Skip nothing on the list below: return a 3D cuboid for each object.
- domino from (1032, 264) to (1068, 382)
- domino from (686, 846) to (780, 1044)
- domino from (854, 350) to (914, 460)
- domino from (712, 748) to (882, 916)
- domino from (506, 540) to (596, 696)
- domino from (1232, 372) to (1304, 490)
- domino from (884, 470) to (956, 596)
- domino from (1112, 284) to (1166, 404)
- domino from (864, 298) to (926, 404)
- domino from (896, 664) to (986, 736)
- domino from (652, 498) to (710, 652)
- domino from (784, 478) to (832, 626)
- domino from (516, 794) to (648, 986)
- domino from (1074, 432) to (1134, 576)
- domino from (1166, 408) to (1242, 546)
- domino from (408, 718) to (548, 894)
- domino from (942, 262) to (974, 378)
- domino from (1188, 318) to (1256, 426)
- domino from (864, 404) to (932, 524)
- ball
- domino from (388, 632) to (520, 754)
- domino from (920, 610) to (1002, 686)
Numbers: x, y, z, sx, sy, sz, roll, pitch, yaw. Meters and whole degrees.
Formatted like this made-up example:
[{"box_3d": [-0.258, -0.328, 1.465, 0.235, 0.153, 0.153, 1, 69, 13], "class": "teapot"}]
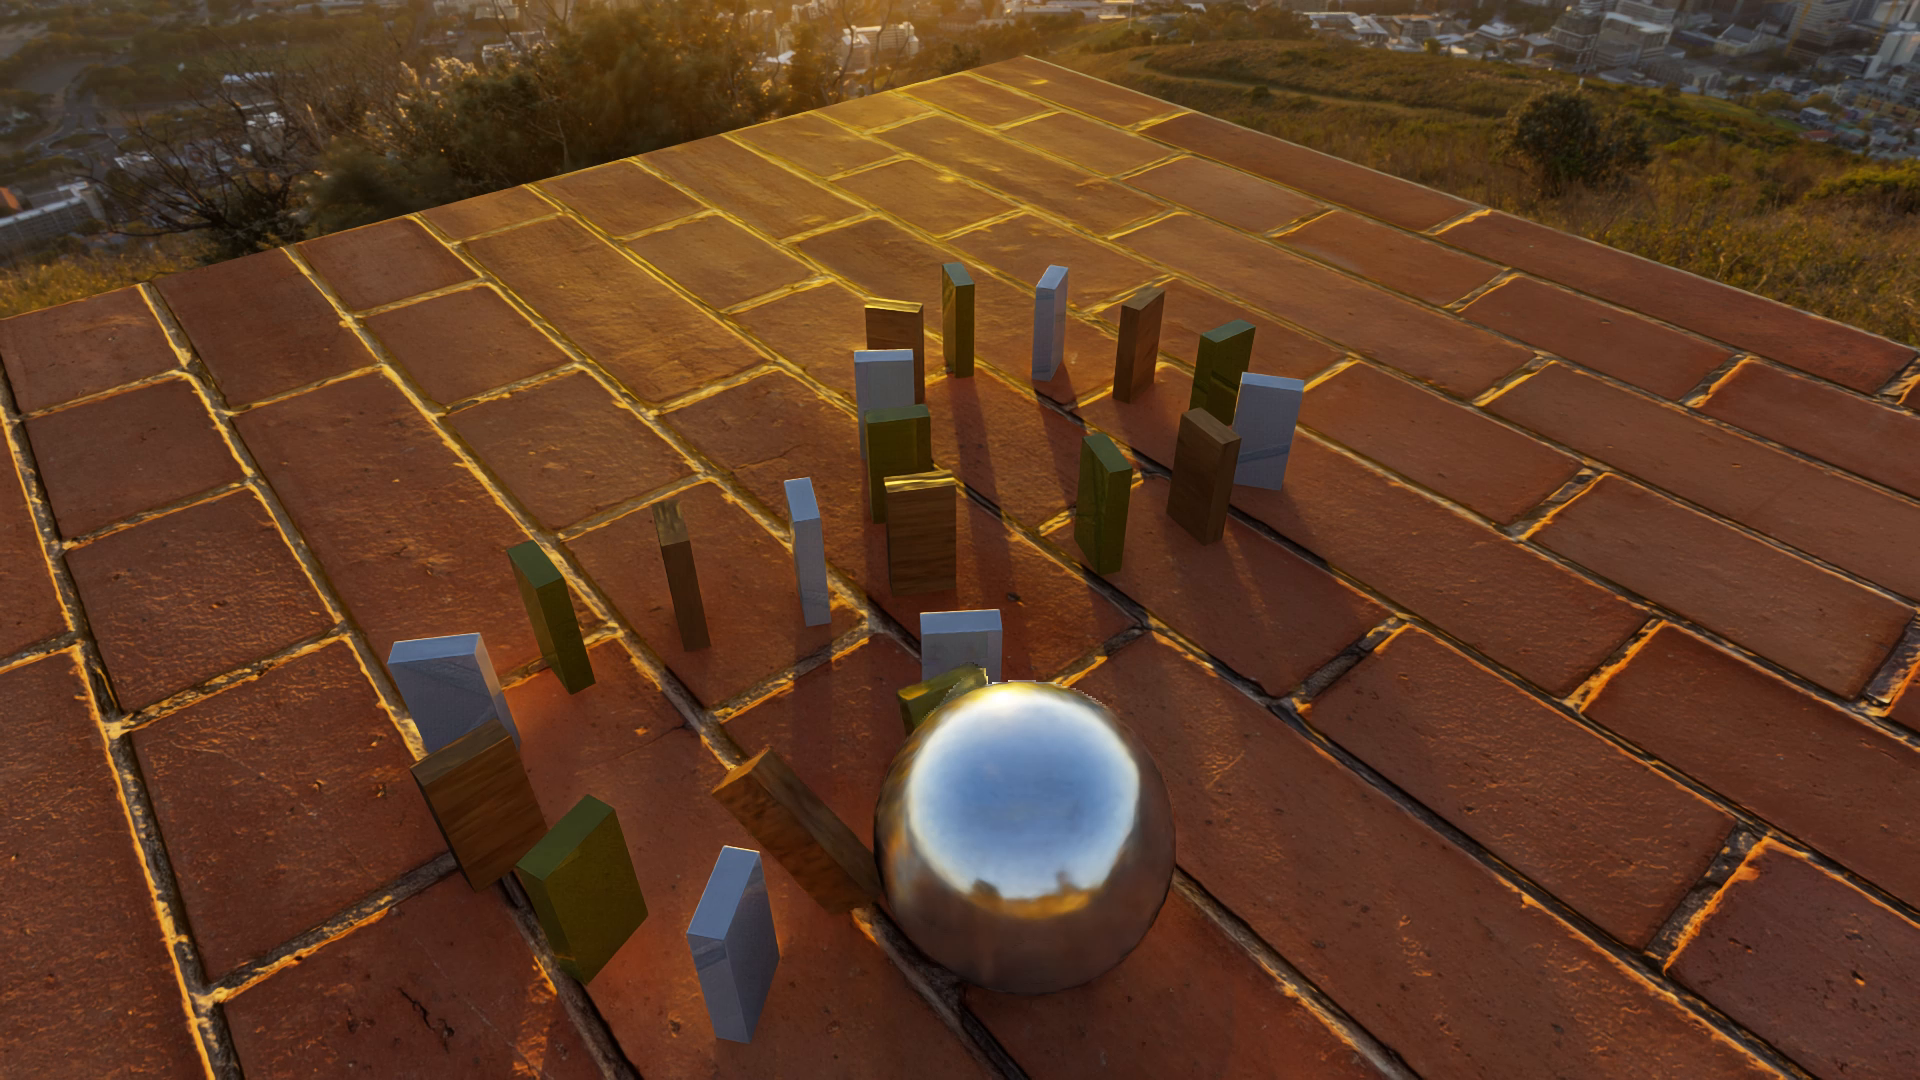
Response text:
[{"box_3d": [0.044, -0.106, 0.541, 0.010, 0.050, 0.025, 12, 41, 15], "class": "domino"}, {"box_3d": [-0.057, 0.105, 0.283, 0.010, 0.050, 0.025, 7, 40, 9], "class": "domino"}, {"box_3d": [-0.032, -0.059, 0.484, 0.025, 0.050, 0.009, -2, 39, -3], "class": "domino"}, {"box_3d": [-0.044, 0.083, 0.309, 0.050, 0.025, 0.009, 48, 46, -7], "class": "domino"}, {"box_3d": [-0.140, 0.027, 0.378, 0.009, 0.050, 0.025, -27, 46, -29], "class": "domino"}, {"box_3d": [0.128, -0.046, 0.467, 0.025, 0.050, 0.009, 10, 40, 12], "class": "domino"}, {"box_3d": [-0.015, -0.002, 0.414, 0.025, 0.050, 0.009, -7, 40, -9], "class": "domino"}, {"box_3d": [0.085, -0.093, 0.525, 0.009, 0.050, 0.025, 24, 45, 27], "class": "domino"}, {"box_3d": [-0.030, -0.088, 0.519, 0.025, 0.050, 0.010, 8, 40, 10], "class": "domino"}, {"box_3d": [-0.001, 0.066, 0.332, 0.025, 0.050, 0.010, -19, 15, -21], "class": "domino"}, {"box_3d": [-0.100, 0.013, 0.396, 0.009, 0.050, 0.025, -13, 41, -15], "class": "domino"}, {"box_3d": [-0.056, 0.005, 0.406, 0.009, 0.050, 0.025, -9, 40, -11], "class": "domino"}, {"box_3d": [-0.100, 0.095, 0.296, 0.009, 0.050, 0.025, 20, 43, 22], "class": "domino"}, {"box_3d": [0.055, -0.014, 0.428, 0.010, 0.050, 0.025, -12, 41, -14], "class": "domino"}, {"box_3d": [0.097, -0.025, 0.442, 0.010, 0.050, 0.025, -19, 43, -22], "class": "domino"}, {"box_3d": [-0.137, 0.077, 0.317, 0.025, 0.050, 0.010, -32, 49, -33], "class": "domino"}, {"box_3d": [-0.001, -0.108, 0.544, 0.009, 0.050, 0.025, -10, 40, -12], "class": "domino"}, {"box_3d": [0.118, -0.073, 0.501, 0.025, 0.050, 0.009, -25, 45, -27], "class": "domino"}, {"box_3d": [-0.025, -0.030, 0.449, 0.025, 0.050, 0.009, -8, 40, -9], "class": "domino"}, {"box_3d": [0.017, 0.078, 0.293, 0.080, 0.080, 0.080, 0, 39, 0], "class": "ball"}, {"box_3d": [-0.159, 0.052, 0.348, 0.025, 0.050, 0.009, -6, 40, -7], "class": "domino"}, {"box_3d": [0.000, 0.045, 0.357, 0.025, 0.050, 0.010, -3, 39, -3], "class": "domino"}]
